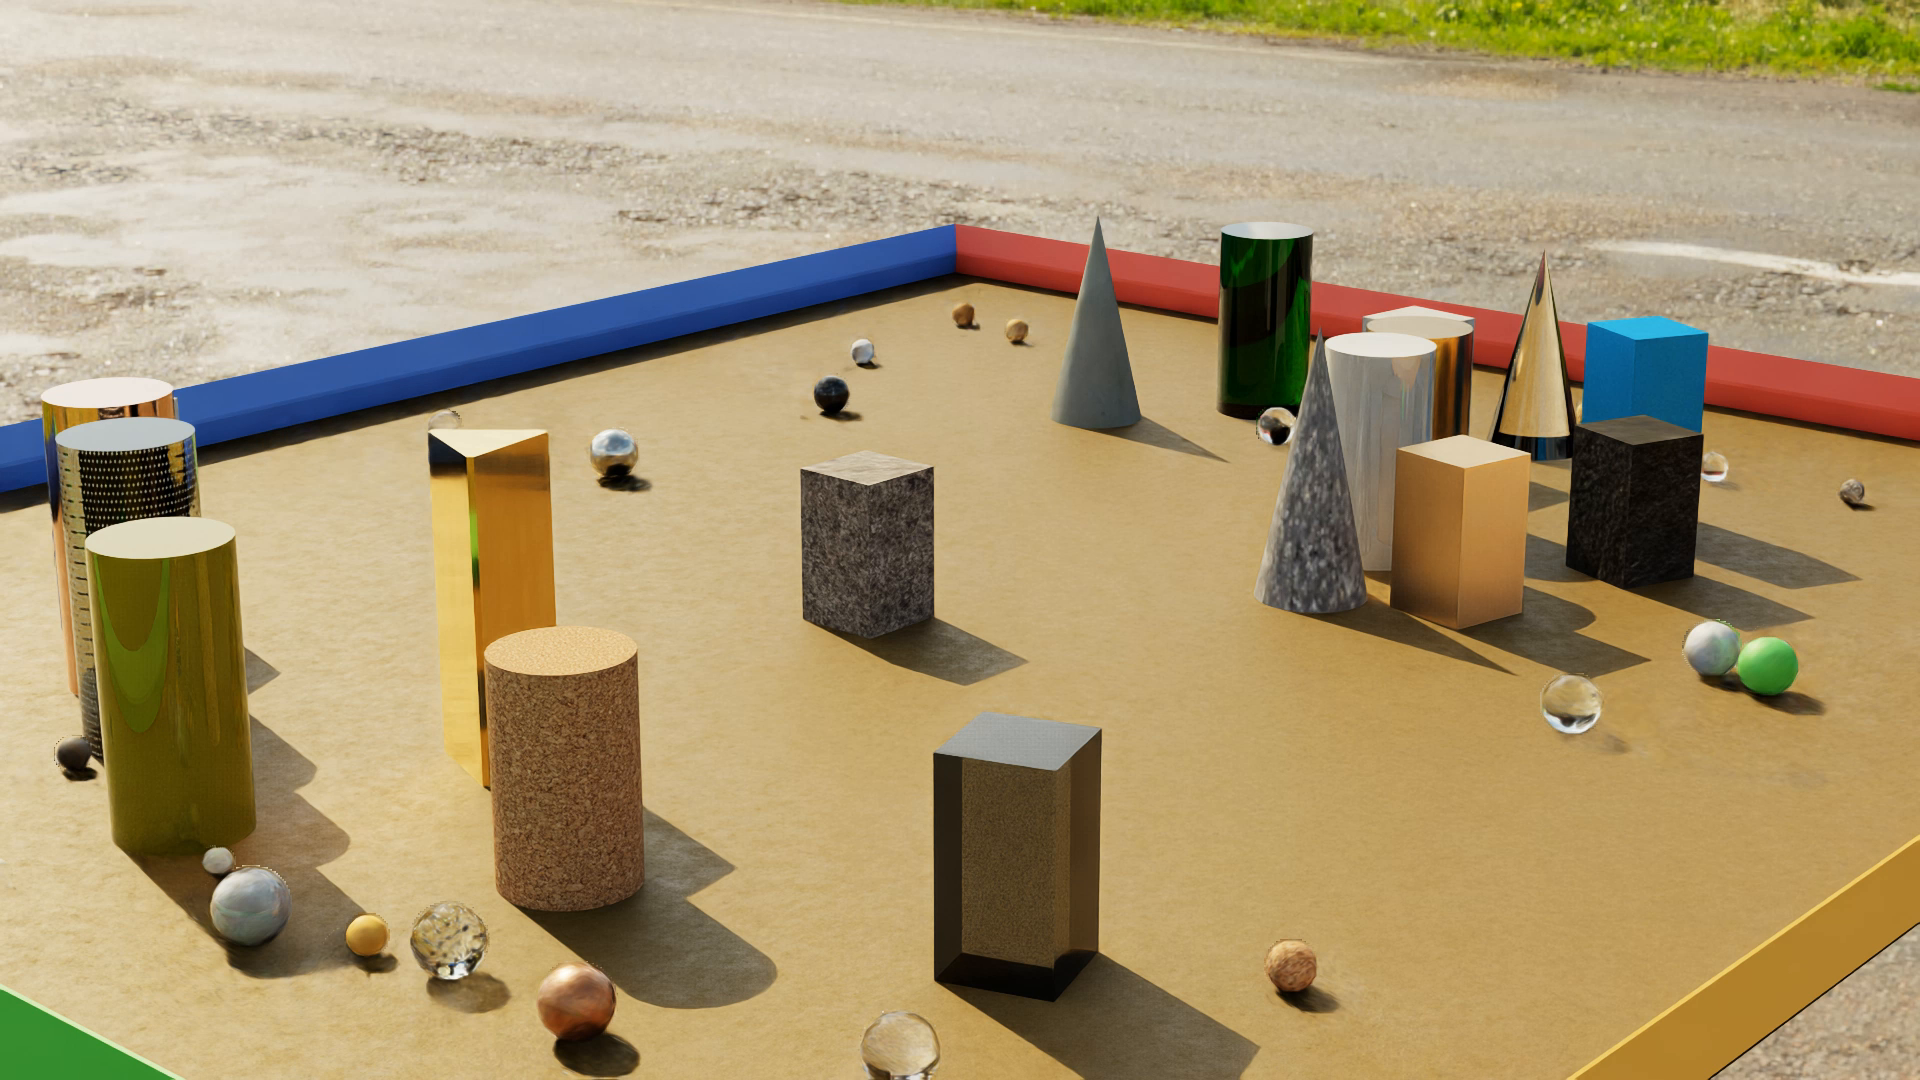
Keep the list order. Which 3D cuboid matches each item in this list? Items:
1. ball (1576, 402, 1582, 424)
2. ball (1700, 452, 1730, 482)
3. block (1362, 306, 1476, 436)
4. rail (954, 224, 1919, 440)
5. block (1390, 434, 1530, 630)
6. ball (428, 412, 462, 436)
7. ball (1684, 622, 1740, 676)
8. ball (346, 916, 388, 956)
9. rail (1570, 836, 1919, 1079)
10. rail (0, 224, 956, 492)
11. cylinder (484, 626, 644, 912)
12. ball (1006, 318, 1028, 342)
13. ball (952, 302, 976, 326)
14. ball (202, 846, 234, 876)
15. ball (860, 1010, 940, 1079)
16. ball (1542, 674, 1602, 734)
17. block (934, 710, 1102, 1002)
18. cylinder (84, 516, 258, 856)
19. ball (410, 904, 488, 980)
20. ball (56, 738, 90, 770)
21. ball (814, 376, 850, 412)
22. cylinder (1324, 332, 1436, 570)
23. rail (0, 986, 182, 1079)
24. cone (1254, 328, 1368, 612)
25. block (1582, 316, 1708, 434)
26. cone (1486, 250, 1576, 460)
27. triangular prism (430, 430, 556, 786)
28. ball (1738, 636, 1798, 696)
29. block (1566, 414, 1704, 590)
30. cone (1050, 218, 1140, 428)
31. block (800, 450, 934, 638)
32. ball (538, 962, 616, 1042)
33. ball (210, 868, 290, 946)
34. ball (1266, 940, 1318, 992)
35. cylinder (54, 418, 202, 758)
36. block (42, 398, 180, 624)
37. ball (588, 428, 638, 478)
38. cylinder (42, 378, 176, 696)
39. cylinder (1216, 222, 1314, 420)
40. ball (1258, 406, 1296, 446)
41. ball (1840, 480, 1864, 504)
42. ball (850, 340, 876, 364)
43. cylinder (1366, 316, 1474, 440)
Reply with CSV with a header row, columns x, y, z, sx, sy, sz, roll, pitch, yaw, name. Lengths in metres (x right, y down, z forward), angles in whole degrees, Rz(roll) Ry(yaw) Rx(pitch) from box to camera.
x,y,z,sx,sy,sz,roll,pitch,yaw,name
1.341,-0.268,6.239,0.061,0.061,0.061,0,17,0,ball
1.498,-0.145,5.831,0.060,0.060,0.060,0,17,0,ball
0.925,-0.305,5.951,0.159,0.299,0.159,-14,22,-39,block
1.371,-0.423,6.632,3.709,0.129,0.045,14,22,39,rail
0.854,-0.015,5.015,0.159,0.283,0.159,-12,21,-35,block
-1.072,-0.232,6.102,0.070,0.070,0.070,0,17,0,ball
1.212,0.175,4.721,0.088,0.088,0.088,0,17,0,ball
-0.749,0.500,3.705,0.052,0.052,0.052,0,17,0,ball
1.382,0.379,3.970,0.045,0.129,4.230,14,22,39,rail
-1.382,-0.314,6.269,0.045,0.129,4.230,14,22,39,rail
-0.523,0.301,3.888,0.199,0.327,0.199,0,17,0,cylinder
0.136,-0.503,7.029,0.055,0.055,0.055,0,17,0,ball
0.009,-0.554,7.197,0.056,0.056,0.056,0,17,0,ball
-0.998,0.433,3.947,0.040,0.040,0.040,0,17,0,ball
-0.069,0.585,3.353,0.093,0.093,0.093,0,17,0,ball
0.932,0.250,4.467,0.090,0.090,0.090,0,17,0,ball
0.072,0.390,3.636,0.159,0.302,0.159,7,18,22,block
-1.087,0.201,4.049,0.199,0.427,0.199,0,17,0,cylinder
-0.633,0.498,3.637,0.094,0.094,0.094,0,17,0,ball
-1.308,0.315,4.326,0.048,0.048,0.048,0,17,0,ball
-0.279,-0.317,6.370,0.080,0.080,0.080,0,17,0,ball
0.754,-0.162,5.309,0.199,0.394,0.199,0,17,0,cylinder
-1.371,0.488,3.608,3.709,0.129,0.045,14,22,39,rail
0.614,-0.135,5.064,0.199,0.483,0.199,0,17,0,cone
1.284,-0.217,5.527,0.159,0.374,0.159,-6,18,-20,block
1.190,-0.393,6.028,0.199,0.421,0.199,0,17,0,cone
-0.708,0.089,4.298,0.149,0.496,0.172,10,19,30,triangular prism
1.276,0.199,4.632,0.093,0.093,0.093,0,17,0,ball
1.202,-0.069,5.229,0.159,0.263,0.159,-9,19,-26,block
0.293,-0.479,6.277,0.199,0.443,0.199,0,17,0,cone
-0.156,0.005,4.975,0.159,0.267,0.159,14,22,40,block
-0.454,0.548,3.474,0.093,0.093,0.093,0,17,0,ball
-0.903,0.467,3.732,0.099,0.099,0.099,0,17,0,ball
0.408,0.524,3.606,0.063,0.063,0.063,0,17,0,ball
-1.228,0.073,4.384,0.199,0.478,0.199,0,17,0,cylinder
-1.419,-0.044,4.951,0.159,0.376,0.159,5,17,16,block
-0.692,-0.173,5.856,0.099,0.099,0.099,0,17,0,ball
-1.330,-0.003,4.640,0.199,0.475,0.199,0,17,0,cylinder
0.659,-0.475,6.346,0.199,0.395,0.199,0,17,0,cylinder
0.661,-0.237,6.104,0.080,0.080,0.080,0,17,0,ball
1.728,-0.093,5.679,0.048,0.048,0.048,0,17,0,ball
-0.225,-0.438,6.811,0.056,0.056,0.056,0,17,0,ball
0.864,-0.224,5.559,0.199,0.368,0.199,0,17,0,cylinder
